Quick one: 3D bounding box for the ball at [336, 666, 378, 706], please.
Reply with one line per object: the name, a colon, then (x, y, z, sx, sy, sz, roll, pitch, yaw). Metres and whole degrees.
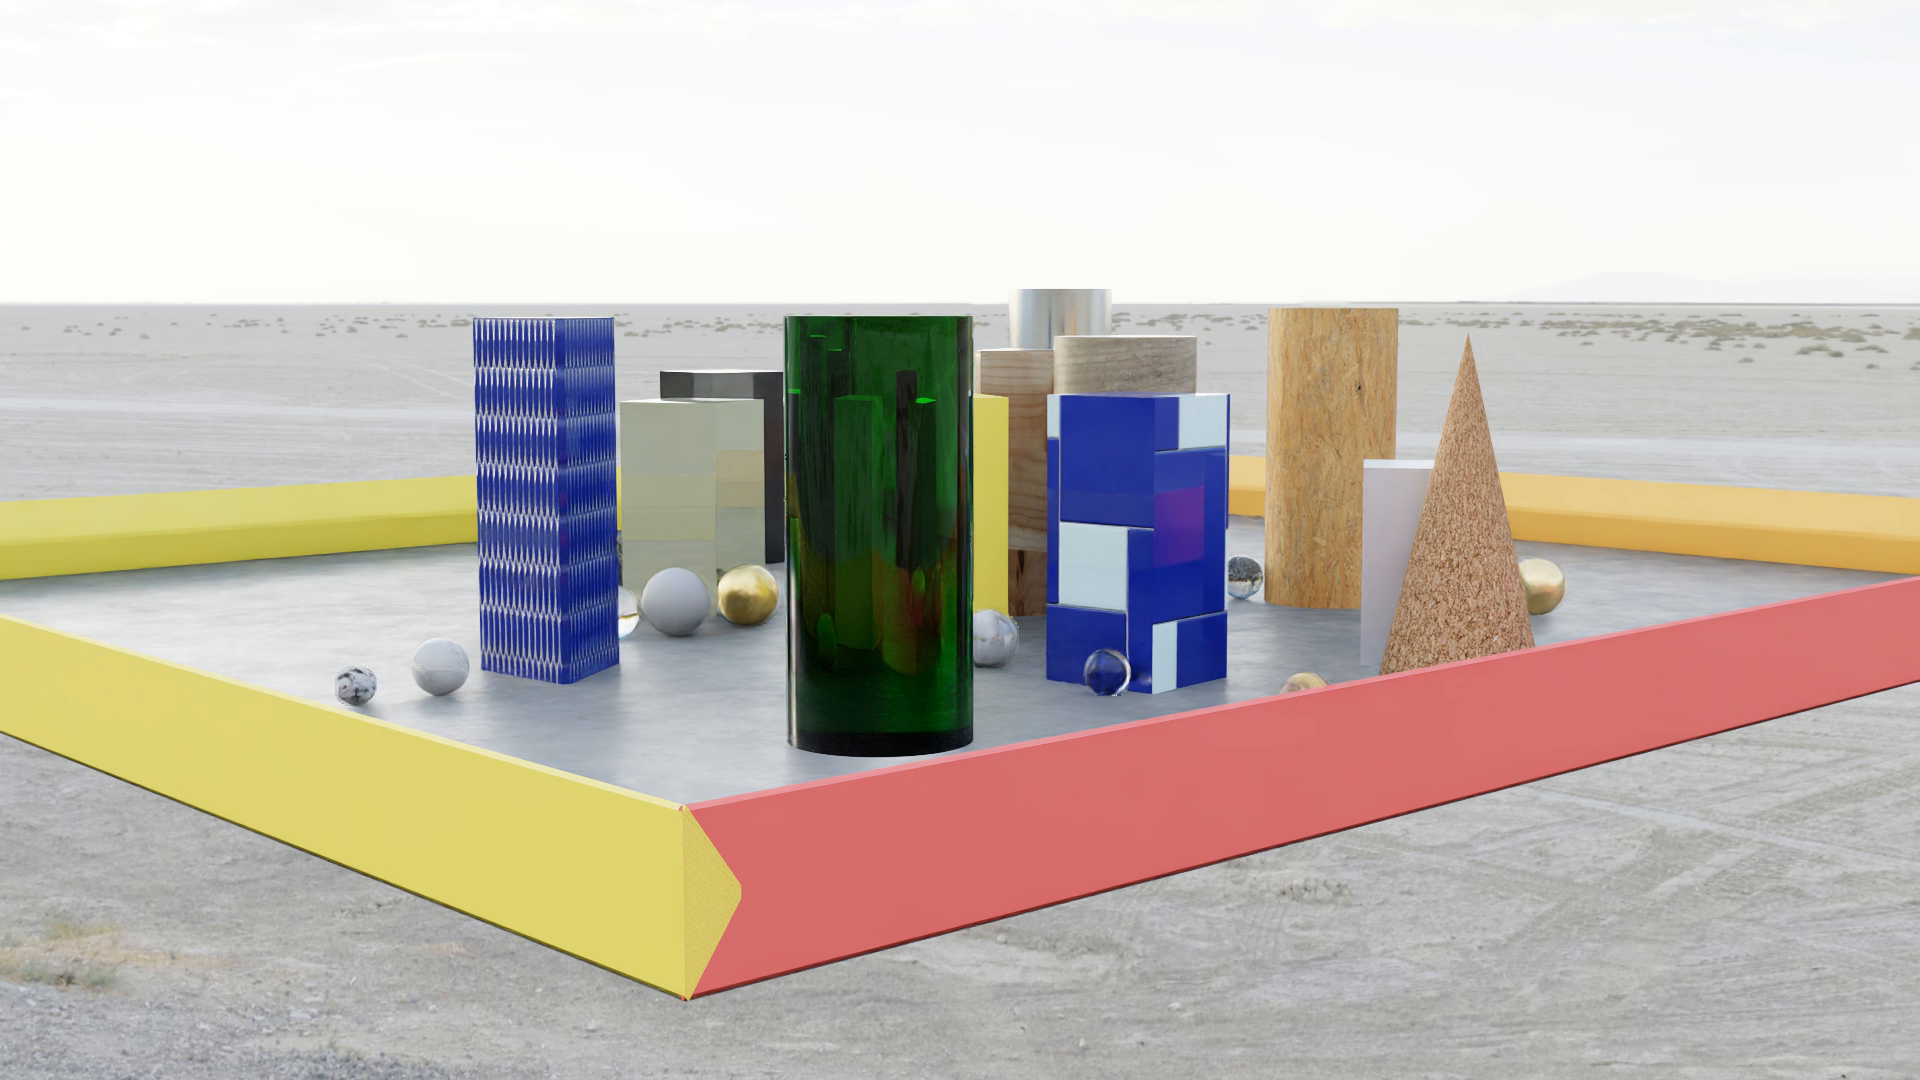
ball: (-0.681, 0.164, 2.483, 0.045, 0.045, 0.045, 0, 6, 0)

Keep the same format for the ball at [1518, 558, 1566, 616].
ball: (0.841, 0.068, 3.213, 0.083, 0.083, 0.083, 0, 6, 0)

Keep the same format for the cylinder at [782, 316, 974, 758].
cylinder: (-0.083, -0.011, 2.267, 0.195, 0.438, 0.195, 0, 6, 0)

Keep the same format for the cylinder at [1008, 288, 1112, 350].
cylinder: (0.190, -0.233, 4.173, 0.195, 0.483, 0.195, 0, 6, 0)

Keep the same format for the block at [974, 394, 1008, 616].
block: (-0.032, -0.034, 3.019, 0.156, 0.327, 0.156, -2, 6, -16)

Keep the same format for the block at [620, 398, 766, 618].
block: (-0.397, -0.053, 3.278, 0.156, 0.310, 0.156, 2, 6, 22)

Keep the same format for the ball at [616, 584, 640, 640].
ball: (-0.471, 0.097, 2.971, 0.076, 0.076, 0.076, 0, 6, 0)

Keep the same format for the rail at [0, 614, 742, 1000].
rail: (-1.040, 0.133, 2.377, 0.045, 0.127, 2.597, -5, 8, -42)

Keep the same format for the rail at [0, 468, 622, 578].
rail: (-0.865, -0.065, 4.264, 2.879, 0.127, 0.045, -5, 8, -42)

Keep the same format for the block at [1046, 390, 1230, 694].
block: (0.214, -0.003, 2.645, 0.156, 0.344, 0.156, 5, 8, 40)

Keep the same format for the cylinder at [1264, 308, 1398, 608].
cylinder: (0.566, -0.129, 3.356, 0.195, 0.446, 0.195, 0, 6, 0)

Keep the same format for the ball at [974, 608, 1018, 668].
ball: (0.036, 0.122, 2.747, 0.073, 0.073, 0.073, 0, 6, 0)

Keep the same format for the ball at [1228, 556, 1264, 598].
ball: (0.435, 0.057, 3.399, 0.067, 0.067, 0.067, 0, 6, 0)

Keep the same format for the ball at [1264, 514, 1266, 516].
ball: (0.650, -0.052, 4.452, 0.065, 0.065, 0.065, 0, 6, 0)

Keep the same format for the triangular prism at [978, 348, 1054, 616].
triangular prism: (0.089, -0.089, 3.262, 0.169, 0.386, 0.146, -2, 6, -14)

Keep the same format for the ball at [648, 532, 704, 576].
ball: (-0.457, 0.032, 3.528, 0.090, 0.090, 0.090, 0, 6, 0)

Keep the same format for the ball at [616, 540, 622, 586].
ball: (-0.558, 0.037, 3.539, 0.077, 0.077, 0.077, 0, 6, 0)

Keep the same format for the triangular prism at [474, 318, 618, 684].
triangular prism: (-0.483, -0.056, 2.708, 0.169, 0.435, 0.146, 5, 8, 42)

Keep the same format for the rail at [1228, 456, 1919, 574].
rail: (1.040, -0.067, 4.287, 0.045, 0.127, 2.597, -5, 8, -42)

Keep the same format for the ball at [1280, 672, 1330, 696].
ball: (0.371, 0.171, 2.356, 0.058, 0.058, 0.058, 0, 6, 0)

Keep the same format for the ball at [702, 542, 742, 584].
ball: (-0.390, 0.037, 3.578, 0.068, 0.068, 0.068, 0, 6, 0)

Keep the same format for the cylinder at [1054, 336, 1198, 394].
cylinder: (0.225, -0.075, 3.017, 0.195, 0.408, 0.195, 0, 6, 0)

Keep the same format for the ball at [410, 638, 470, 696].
ball: (-0.602, 0.146, 2.546, 0.067, 0.067, 0.067, 0, 6, 0)

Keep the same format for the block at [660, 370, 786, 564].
block: (-0.418, -0.129, 3.880, 0.156, 0.337, 0.156, -5, 8, -41)

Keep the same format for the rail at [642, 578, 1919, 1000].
rail: (0.865, 0.131, 2.400, 2.879, 0.127, 0.045, -5, 8, -42)

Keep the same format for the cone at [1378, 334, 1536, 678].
cone: (0.574, -0.026, 2.506, 0.195, 0.419, 0.195, 0, 6, 0)

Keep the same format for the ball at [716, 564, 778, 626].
ball: (-0.300, 0.077, 3.103, 0.088, 0.088, 0.088, 0, 6, 0)

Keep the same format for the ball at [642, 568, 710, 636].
ball: (-0.389, 0.085, 3.009, 0.093, 0.093, 0.093, 0, 6, 0)

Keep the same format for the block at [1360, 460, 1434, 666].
block: (0.593, 0.027, 2.813, 0.156, 0.249, 0.156, 1, 6, 10)

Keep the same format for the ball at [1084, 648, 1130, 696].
ball: (0.170, 0.153, 2.543, 0.055, 0.055, 0.055, 0, 6, 0)
